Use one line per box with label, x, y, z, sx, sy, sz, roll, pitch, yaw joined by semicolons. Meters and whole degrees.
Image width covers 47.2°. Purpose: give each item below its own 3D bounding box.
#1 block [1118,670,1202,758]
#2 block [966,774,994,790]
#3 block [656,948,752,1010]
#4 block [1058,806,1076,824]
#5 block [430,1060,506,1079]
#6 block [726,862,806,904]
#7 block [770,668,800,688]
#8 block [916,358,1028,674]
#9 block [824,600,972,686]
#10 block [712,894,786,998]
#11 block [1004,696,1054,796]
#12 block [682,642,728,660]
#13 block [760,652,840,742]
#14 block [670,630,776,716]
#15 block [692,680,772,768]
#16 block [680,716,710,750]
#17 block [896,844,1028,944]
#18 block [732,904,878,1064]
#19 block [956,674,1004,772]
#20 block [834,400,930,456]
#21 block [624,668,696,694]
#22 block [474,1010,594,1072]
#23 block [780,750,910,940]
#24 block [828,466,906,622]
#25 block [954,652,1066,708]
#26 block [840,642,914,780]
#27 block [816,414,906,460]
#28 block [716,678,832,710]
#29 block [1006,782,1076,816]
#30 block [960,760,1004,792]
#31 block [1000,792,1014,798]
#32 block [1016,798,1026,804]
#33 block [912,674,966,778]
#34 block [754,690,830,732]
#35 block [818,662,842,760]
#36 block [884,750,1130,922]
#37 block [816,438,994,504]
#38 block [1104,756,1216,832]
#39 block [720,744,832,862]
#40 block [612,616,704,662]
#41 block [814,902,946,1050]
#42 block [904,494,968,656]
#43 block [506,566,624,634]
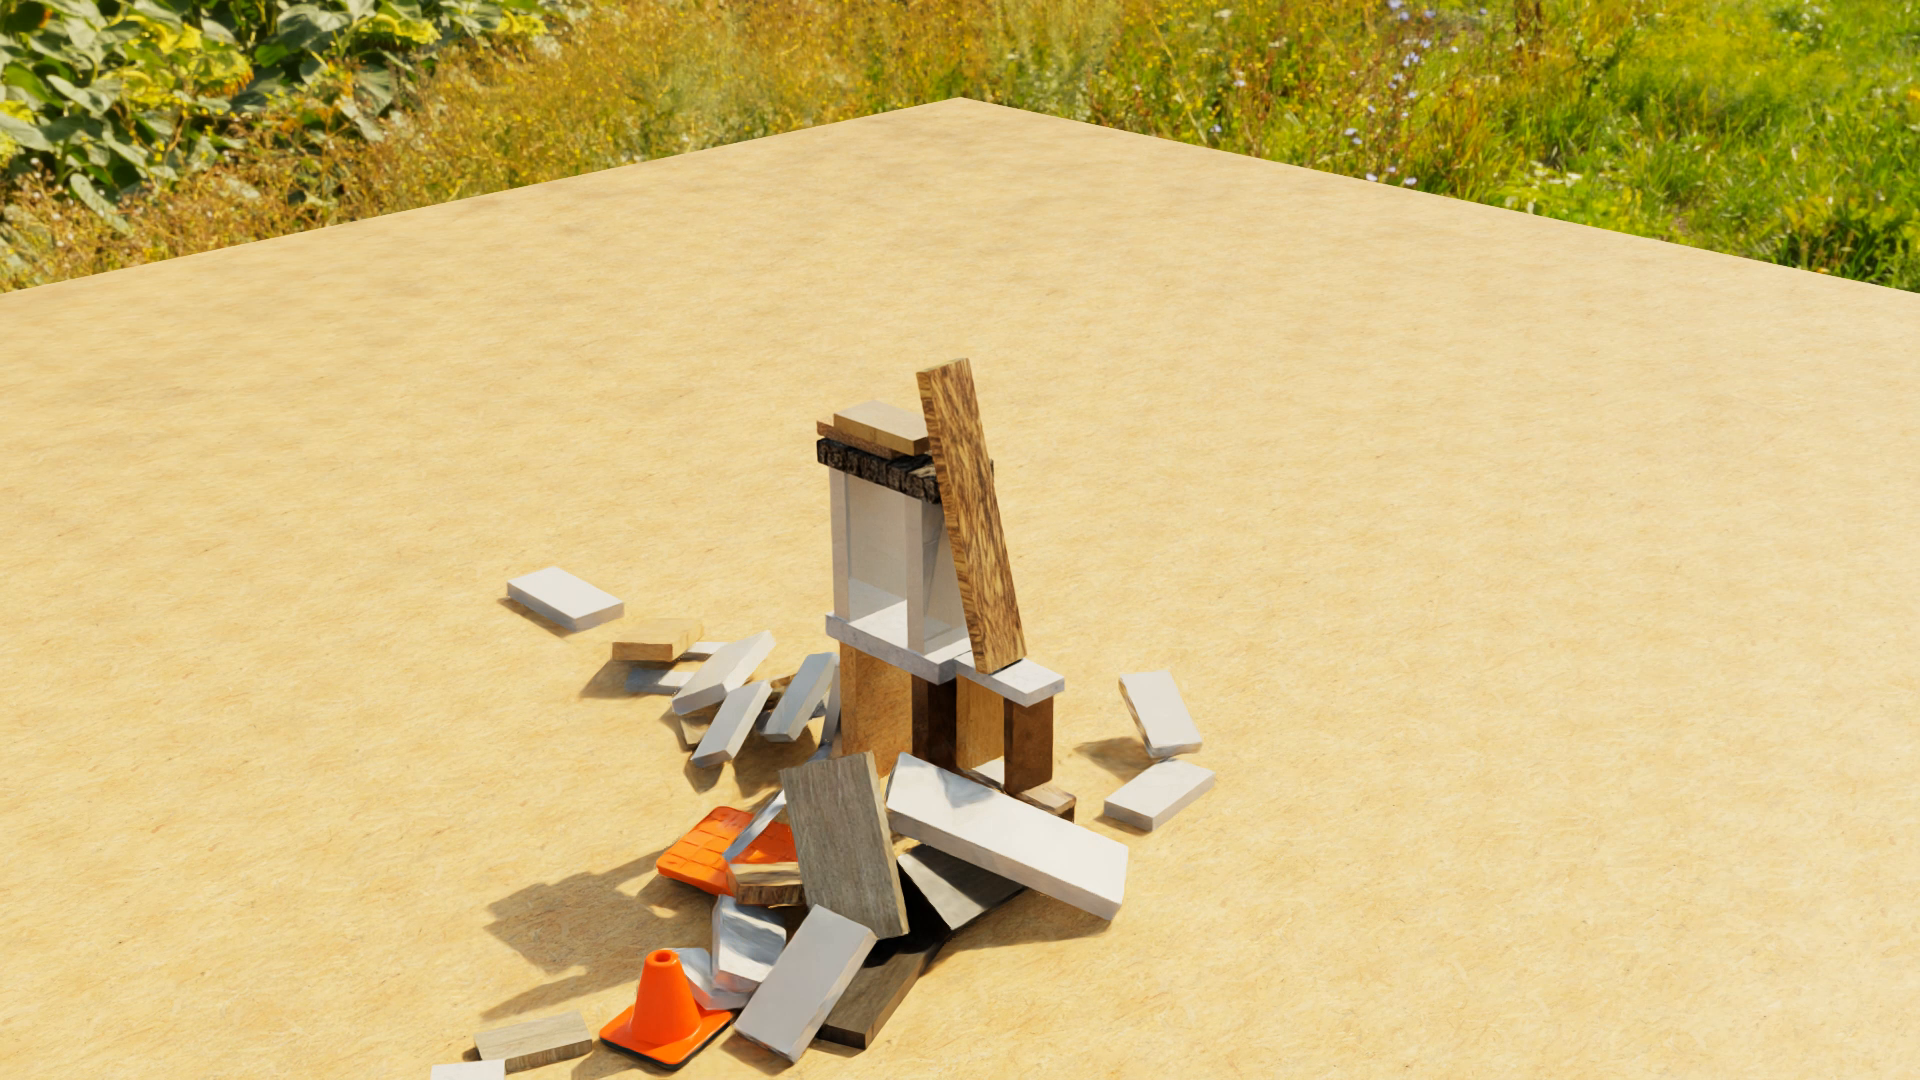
block;0.425;0.369;4.682;0.112;0.032;0.223;-5;41;-16
block;0.040;0.512;4.394;0.018;0.124;0.062;21;31;39
block;-0.450;0.771;3.872;0.091;0.026;0.183;6;15;-39
block;0.194;0.569;4.257;0.063;0.126;0.018;-21;32;-40
block;-0.796;0.925;3.538;0.118;0.033;0.236;-3;23;-8
block;-0.225;0.638;4.103;0.401;0.036;0.127;2;10;-16
block;-0.350;0.293;4.769;0.121;0.017;0.061;-16;7;2
block;0.024;-0.044;4.161;0.032;0.590;0.112;2;18;46
block;-0.100;0.193;4.409;0.327;0.046;0.163;21;31;41
block;-0.376;0.730;3.924;0.127;0.036;0.255;21;18;-13
block;0.132;0.382;4.231;0.102;0.203;0.029;-18;28;-35
block;-0.581;0.259;5.126;0.122;0.017;0.061;3;22;7
block;-0.332;0.330;4.628;0.104;0.029;0.208;-9;45;54
block;-0.528;0.297;4.935;0.140;0.040;0.281;-20;15;24
block;-0.483;0.390;4.660;0.104;0.029;0.208;-18;31;37
block;-0.567;0.417;4.756;0.061;0.017;0.121;-6;24;-14
block;0.021;0.615;4.100;0.166;0.047;0.331;50;37;15
block;-0.264;0.757;3.762;0.127;0.036;0.255;17;61;35
block;0.042;0.343;4.325;0.102;0.205;0.029;-19;29;-37
block;-0.128;-0.218;4.255;0.223;0.032;0.112;21;31;40
block;-0.679;0.320;4.979;0.146;0.021;0.073;3;23;7
block;-0.722;0.851;3.722;0.183;0.026;0.091;-9;25;-21
block;-0.208;0.559;3.960;0.166;0.331;0.047;-13;-3;14
block;-0.182;-0.012;4.419;0.162;0.324;0.046;-21;30;-41
block;0.094;0.258;4.225;0.102;0.029;0.203;-20;30;-38
block;-0.171;0.337;4.547;0.046;0.327;0.163;20;30;39
block;-0.172;-0.209;4.312;0.208;0.029;0.104;20;30;40
block;-0.409;0.334;4.802;0.128;0.036;0.256;-22;9;-42
block;0.158;0.493;4.251;0.126;0.018;0.063;21;31;40
block;0.066;0.458;4.338;0.062;0.018;0.124;-20;29;-38
block;0.103;0.537;4.334;0.062;0.124;0.018;-20;37;-39
block;0.133;0.546;4.313;0.018;0.126;0.063;20;30;36
block;-0.020;0.396;4.408;0.046;0.327;0.163;20;30;41
block;-0.319;0.356;4.726;0.128;0.036;0.256;-22;4;-42
block;-0.223;0.349;4.609;0.036;0.256;0.128;35;39;31
block;0.085;0.553;4.113;0.475;0.047;0.166;23;33;-6
block;-0.109;-0.154;4.277;0.324;0.046;0.162;20;30;40
block;0.409;0.517;4.499;0.118;0.033;0.236;17;28;34
block;-0.353;0.508;4.317;0.021;0.073;0.597;47;15;-1
block;-0.697;0.228;5.088;0.140;0.040;0.281;2;10;8
block;-0.135;0.764;3.916;0.118;0.033;0.421;9;25;20
block;-0.030;0.047;4.278;0.046;0.324;0.162;20;30;41
block;-0.965;0.144;5.371;0.140;0.040;0.298;-20;30;-39
